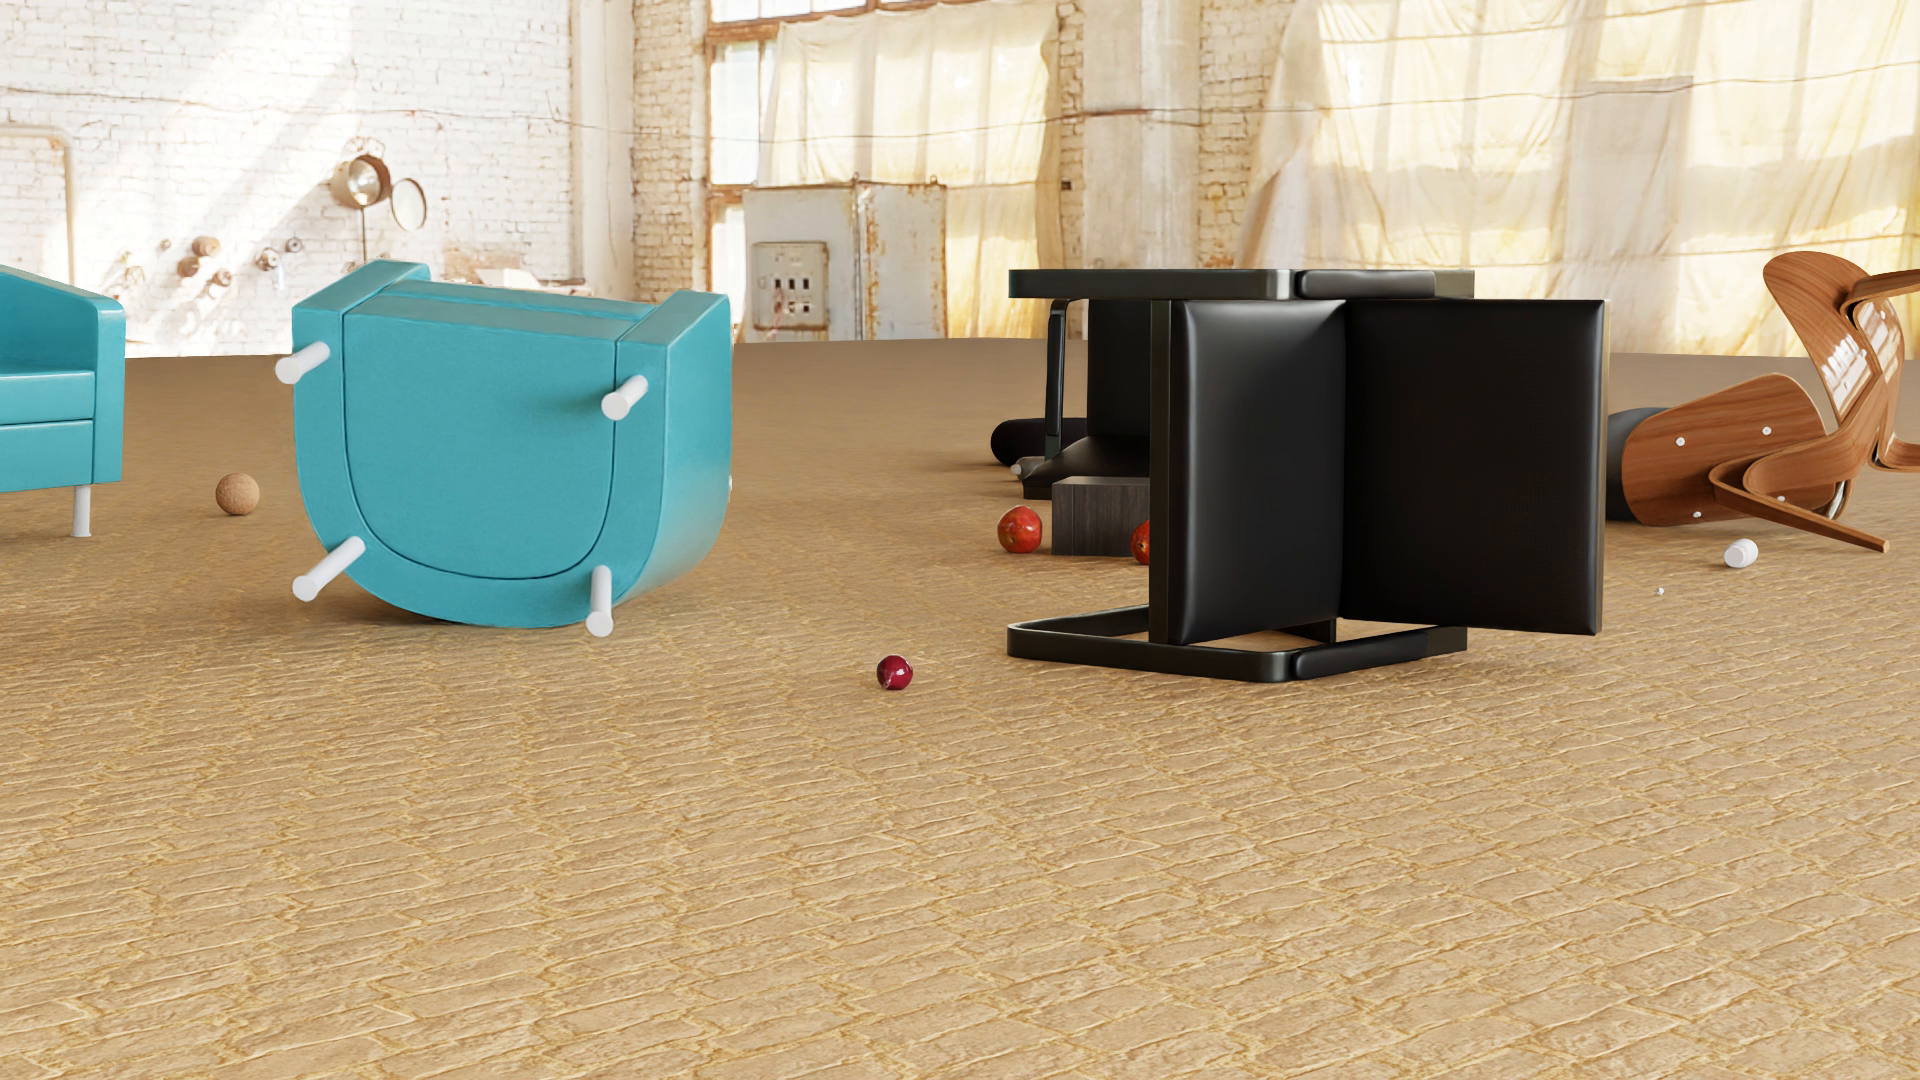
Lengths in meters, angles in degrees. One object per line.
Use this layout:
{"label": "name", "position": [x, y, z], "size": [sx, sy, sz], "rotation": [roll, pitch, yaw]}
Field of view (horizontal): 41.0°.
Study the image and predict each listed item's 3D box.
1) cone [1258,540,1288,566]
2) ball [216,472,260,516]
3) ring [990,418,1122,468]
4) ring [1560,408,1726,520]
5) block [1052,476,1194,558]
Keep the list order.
{"label": "cone", "position": [0.700, 0.042, 5.856], "size": [0.080, 0.067, 0.063], "rotation": [3, -26, -36]}
{"label": "ball", "position": [-1.991, -0.127, 7.068], "size": [0.118, 0.118, 0.118], "rotation": [0, 6, 0]}
{"label": "ring", "position": [0.337, -0.343, 8.976], "size": [0.463, 0.159, 0.459], "rotation": [-2, 5, -7]}
{"label": "ring", "position": [1.814, -0.198, 6.825], "size": [0.405, 0.165, 0.484], "rotation": [12, -26, -13]}
{"label": "block", "position": [0.391, -0.057, 6.135], "size": [0.301, 0.169, 0.238], "rotation": [1, 6, 14]}
